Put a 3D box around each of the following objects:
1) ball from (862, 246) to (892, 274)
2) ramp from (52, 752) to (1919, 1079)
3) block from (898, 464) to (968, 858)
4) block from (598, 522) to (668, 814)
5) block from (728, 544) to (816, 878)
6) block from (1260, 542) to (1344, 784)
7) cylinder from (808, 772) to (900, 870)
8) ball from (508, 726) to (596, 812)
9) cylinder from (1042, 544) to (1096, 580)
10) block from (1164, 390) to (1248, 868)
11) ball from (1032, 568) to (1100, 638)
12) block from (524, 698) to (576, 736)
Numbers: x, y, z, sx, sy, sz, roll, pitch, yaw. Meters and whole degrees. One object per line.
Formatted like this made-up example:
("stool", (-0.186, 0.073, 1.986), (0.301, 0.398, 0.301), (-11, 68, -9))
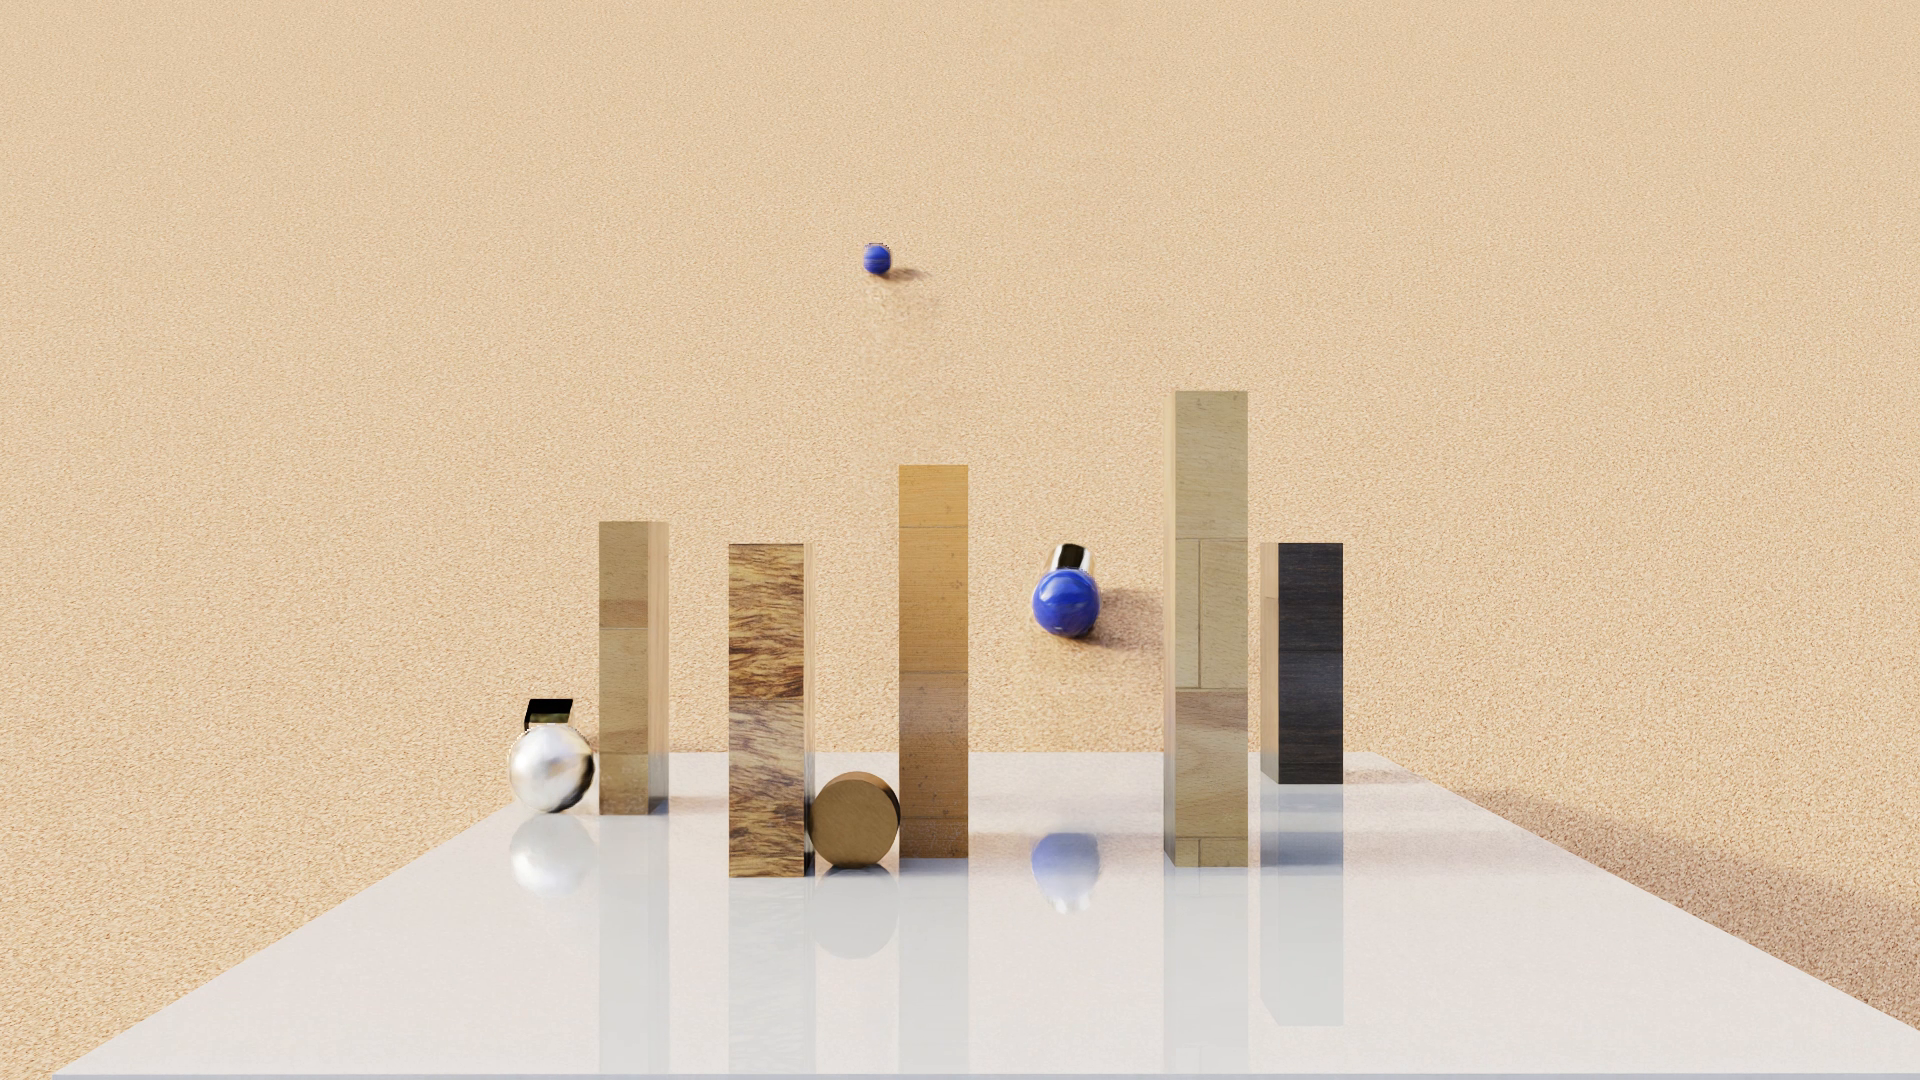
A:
("ball", (-0.302, -1.022, 9.446), (0.108, 0.108, 0.108), (0, 30, 0))
("ramp", (0.067, 0.597, 4.654), (2.000, 0.100, 4.000), (0, 0, 0))
("block", (-0.045, 0.209, 4.636), (0.119, 0.676, 0.377), (0, 0, 0))
("block", (-0.670, 0.255, 5.335), (0.098, 0.584, 0.371), (0, 0, 0))
("block", (-0.314, 0.276, 4.365), (0.122, 0.542, 0.342), (0, 0, 0))
("block", (0.784, 0.276, 5.957), (0.145, 0.540, 0.347), (0, 0, 0))
("cylinder", (-0.178, 0.472, 4.373), (0.150, 0.150, 0.150), (0, 0, 1))
("ball", (-0.821, 0.461, 5.204), (0.173, 0.173, 0.173), (0, 30, 0))
("cylinder", (0.310, 0.111, 7.435), (0.149, 0.149, 0.149), (4, 30, 8))
("block", (0.420, 0.149, 4.448), (0.121, 0.797, 0.249), (0, 0, 0))
("ball", (0.298, 0.177, 7.274), (0.195, 0.195, 0.195), (0, 30, 0))
("block", (-1.077, 0.496, 6.800), (0.114, 0.114, 0.114), (0, 30, 0))
